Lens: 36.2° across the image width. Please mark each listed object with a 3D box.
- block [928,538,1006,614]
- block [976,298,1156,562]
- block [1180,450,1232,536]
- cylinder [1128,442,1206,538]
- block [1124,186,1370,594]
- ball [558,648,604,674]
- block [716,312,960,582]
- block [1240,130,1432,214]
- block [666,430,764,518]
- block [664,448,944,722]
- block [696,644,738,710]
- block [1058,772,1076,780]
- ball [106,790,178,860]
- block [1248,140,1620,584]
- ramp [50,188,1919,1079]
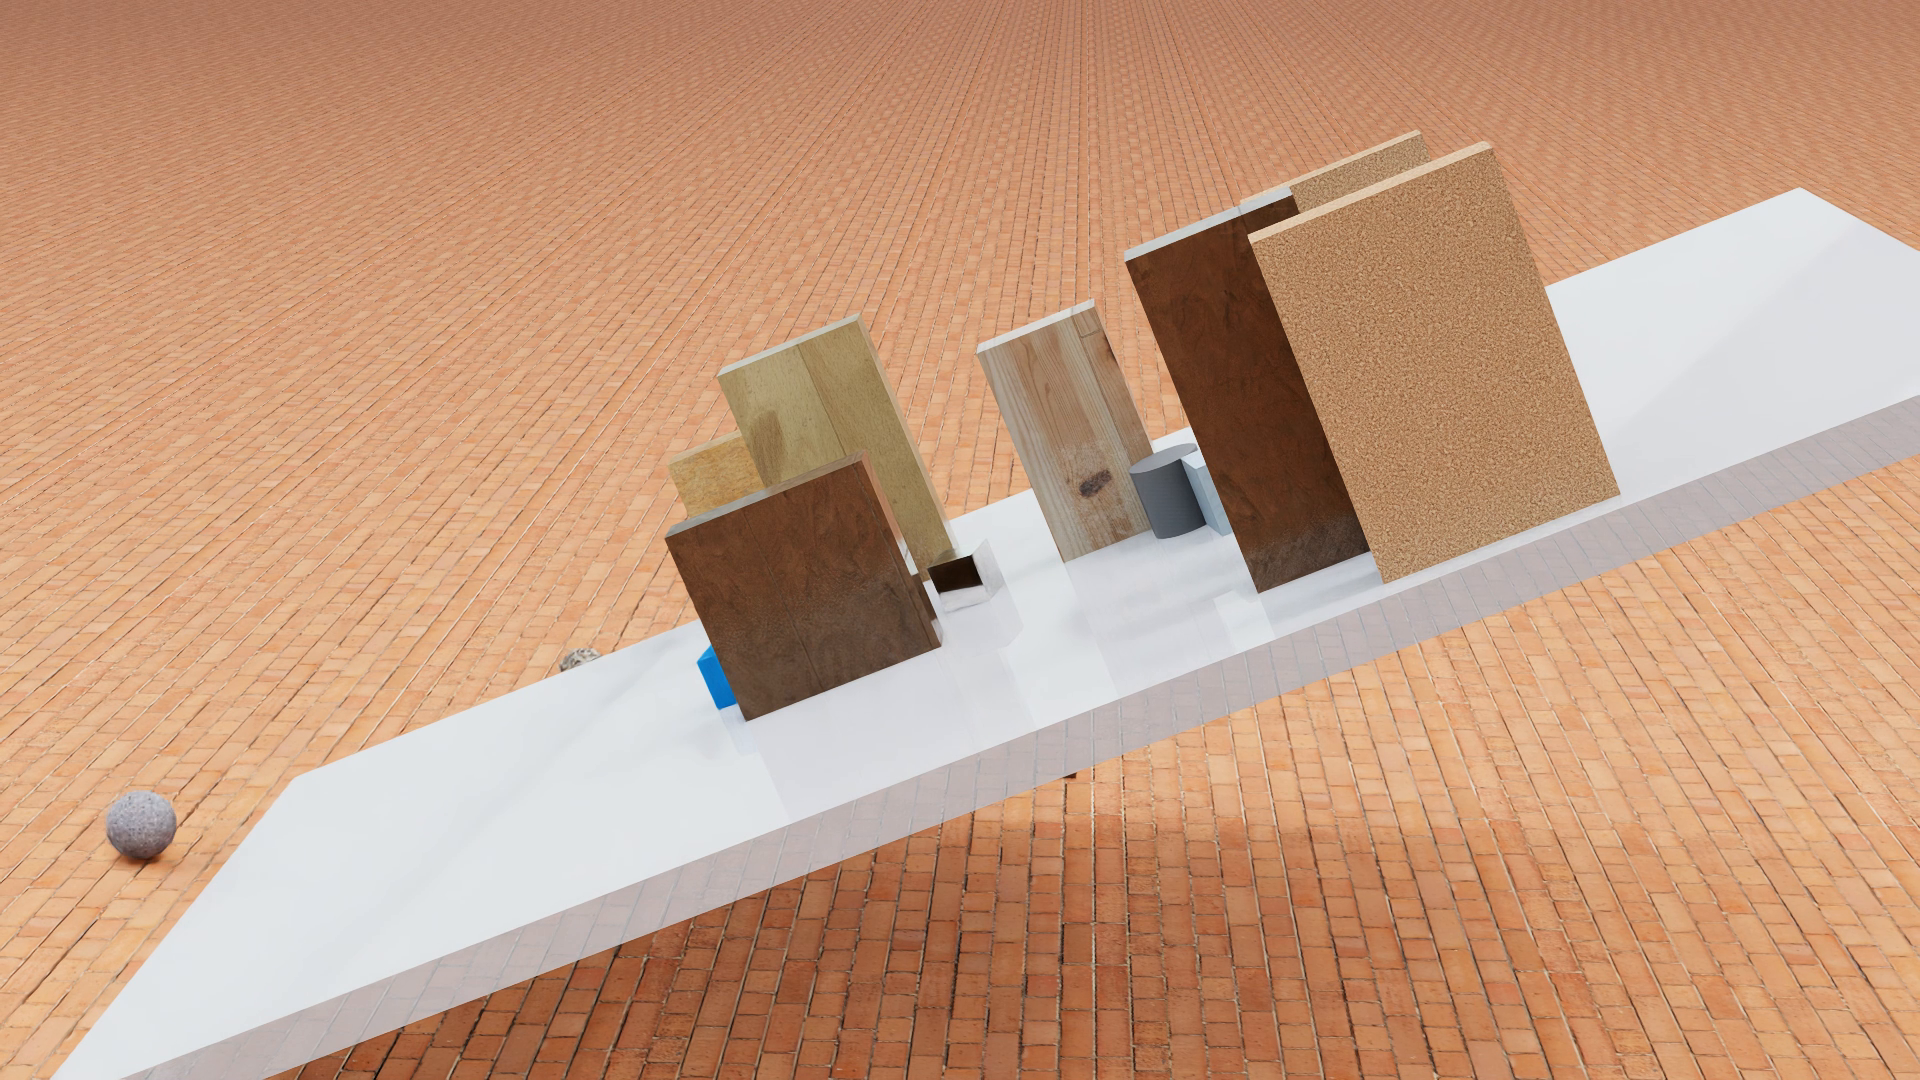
[{"bbox_3d":[0.014,0.077,6.402,0.109,0.109,0.109,-17,13,25],"label":"block"},{"bbox_3d":[0.257,-0.236,6.378,0.272,0.498,0.111,-21,12,7],"label":"block"},{"bbox_3d":[0.573,-0.120,6.125,0.154,0.154,0.154,-24,12,-3],"label":"block"},{"bbox_3d":[0.460,-0.105,6.267,0.154,0.154,0.154,-22,12,5],"label":"cylinder"},{"bbox_3d":[0.588,-0.281,5.529,0.330,0.682,0.130,-21,12,7],"label":"block"},{"bbox_3d":[-0.958,0.342,7.504,0.136,0.136,0.136,0,14,0],"label":"ball"},{"bbox_3d":[-0.271,-0.166,6.751,0.345,0.619,0.109,-21,12,7],"label":"block"},{"bbox_3d":[0.897,-0.537,6.328,0.406,0.572,0.081,-21,12,7],"label":"block"},{"bbox_3d":[-0.466,-0.059,7.102,0.329,0.426,0.109,-21,12,7],"label":"block"},{"bbox_3d":[-0.324,0.096,6.172,0.446,0.430,0.110,-21,12,7],"label":"block"},{"bbox_3d":[-0.484,0.281,6.417,0.117,0.117,0.117,-19,13,17],"label":"block"},{"bbox_3d":[0.254,0.563,7.823,0.115,0.115,0.115,1,14,4],"label":"block"},{"bbox_3d":[-2.000,0.696,7.186,0.168,0.168,0.168,0,14,0],"label":"ball"},{"bbox_3d":[0.845,-0.313,5.242,0.447,0.665,0.106,-21,12,7],"label":"block"},{"bbox_3d":[0.126,0.173,6.289,4.000,0.100,2.000,-21,12,7],"label":"ramp"}]
